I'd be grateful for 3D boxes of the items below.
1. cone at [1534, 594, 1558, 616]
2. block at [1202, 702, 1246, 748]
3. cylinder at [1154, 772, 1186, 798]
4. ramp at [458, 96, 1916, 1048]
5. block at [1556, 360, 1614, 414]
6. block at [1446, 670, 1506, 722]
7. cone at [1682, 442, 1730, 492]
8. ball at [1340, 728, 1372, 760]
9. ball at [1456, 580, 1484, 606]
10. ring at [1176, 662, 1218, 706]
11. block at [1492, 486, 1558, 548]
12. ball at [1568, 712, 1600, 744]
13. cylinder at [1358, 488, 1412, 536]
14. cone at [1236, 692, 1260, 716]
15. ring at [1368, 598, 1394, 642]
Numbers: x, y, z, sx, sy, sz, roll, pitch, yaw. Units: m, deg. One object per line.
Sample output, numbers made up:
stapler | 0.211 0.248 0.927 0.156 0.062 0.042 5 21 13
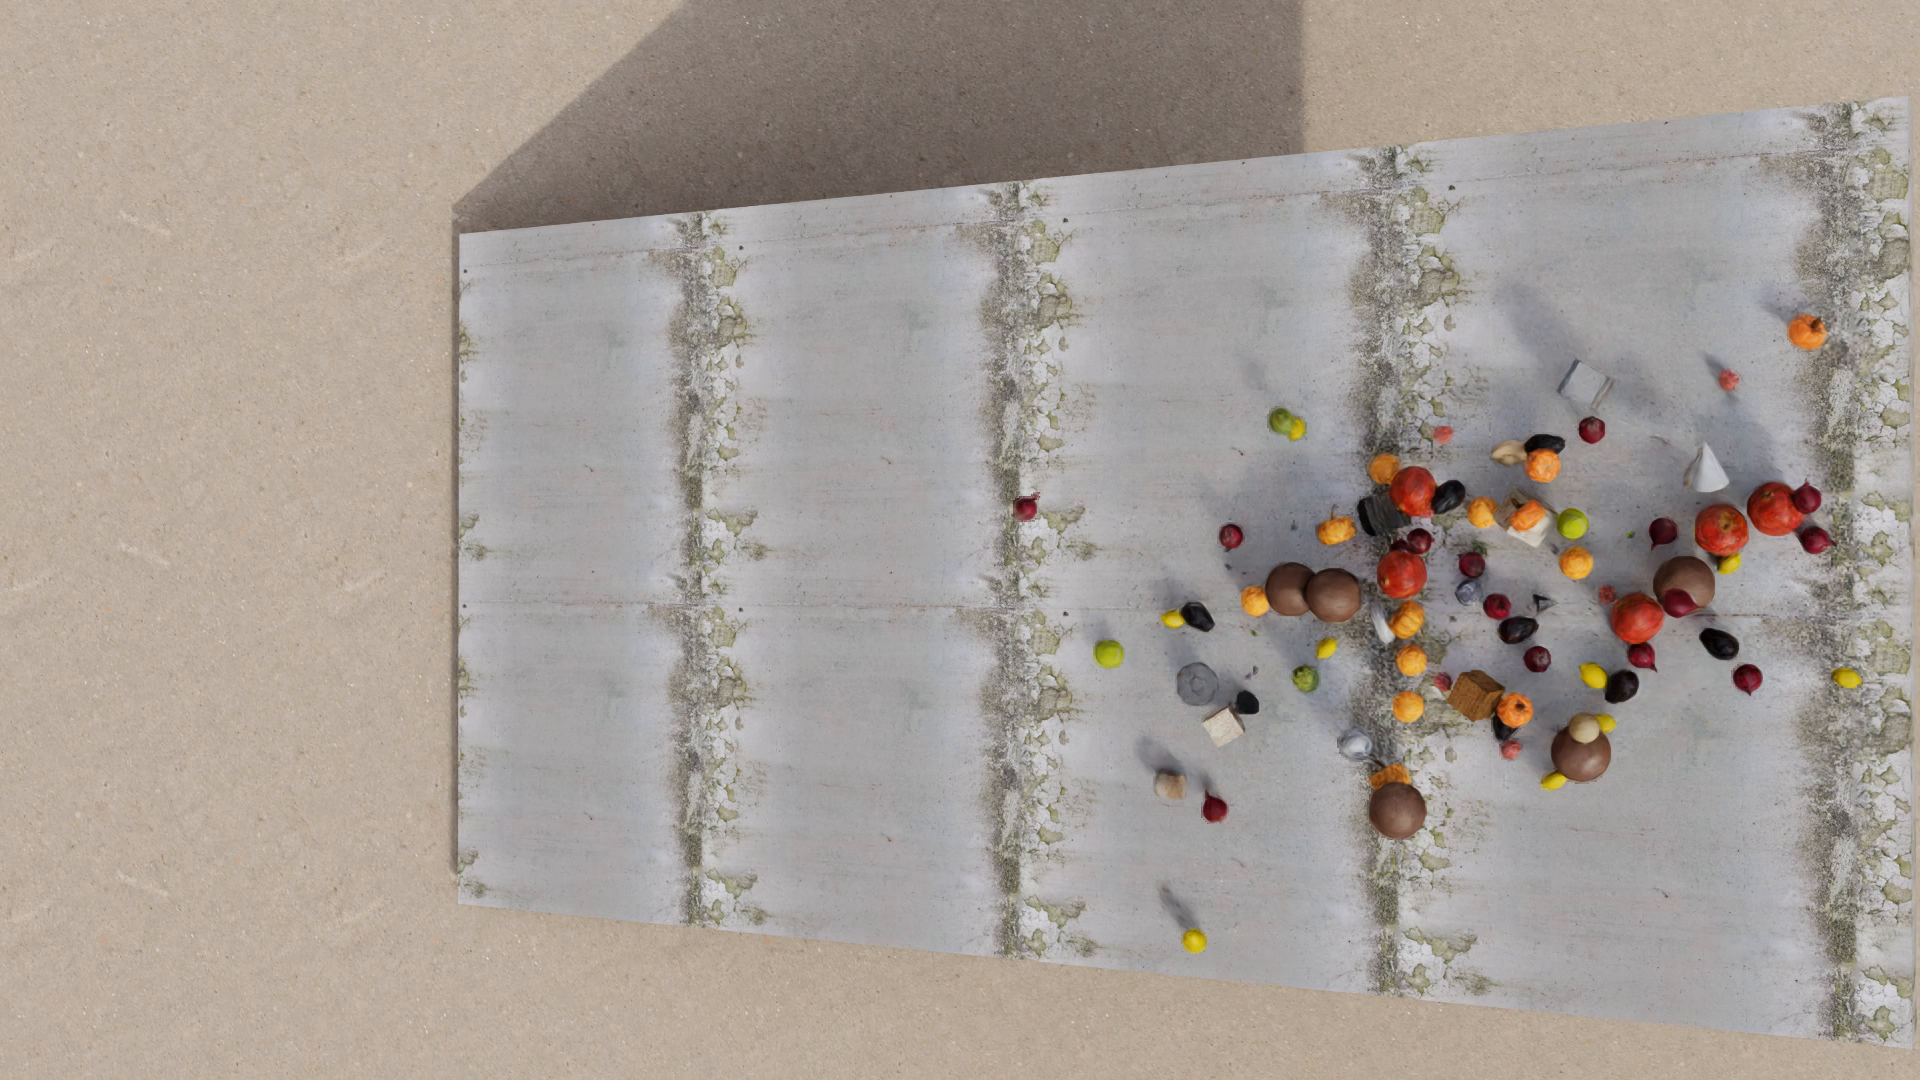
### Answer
cone | 1.326 0.144 4.968 0.052 0.052 0.052 -7 89 10
block | 0.634 0.445 5.281 0.071 0.071 0.071 -34 89 13
cylinder | 0.518 0.601 5.401 0.060 0.060 0.060 5 89 29
ramp | 0.272 0.076 5.636 4.000 0.100 2.000 0 89 29
block | 1.383 -0.340 4.864 0.082 0.082 0.082 35 102 25
block | 1.175 0.354 5.009 0.080 0.080 0.080 40 120 34
cone | 1.593 -0.168 4.701 0.097 0.097 0.097 -11 116 0
ball | 0.917 0.472 5.089 0.075 0.075 0.075 0 89 0
ball | 1.168 0.122 5.041 0.062 0.062 0.062 0 89 0
ring | 0.580 0.354 5.383 0.109 0.036 0.109 0 91 30
block | 1.271 -0.052 4.943 0.088 0.088 0.088 26 107 -17
ball | 1.363 0.410 4.804 0.068 0.068 0.068 0 89 0
cylinder | 0.989 -0.064 5.123 0.091 0.091 0.091 -19 89 30
cone | 0.681 0.410 5.329 0.065 0.065 0.065 15 53 -20
ring | 0.981 0.188 5.119 0.037 0.110 0.110 -21 89 10
